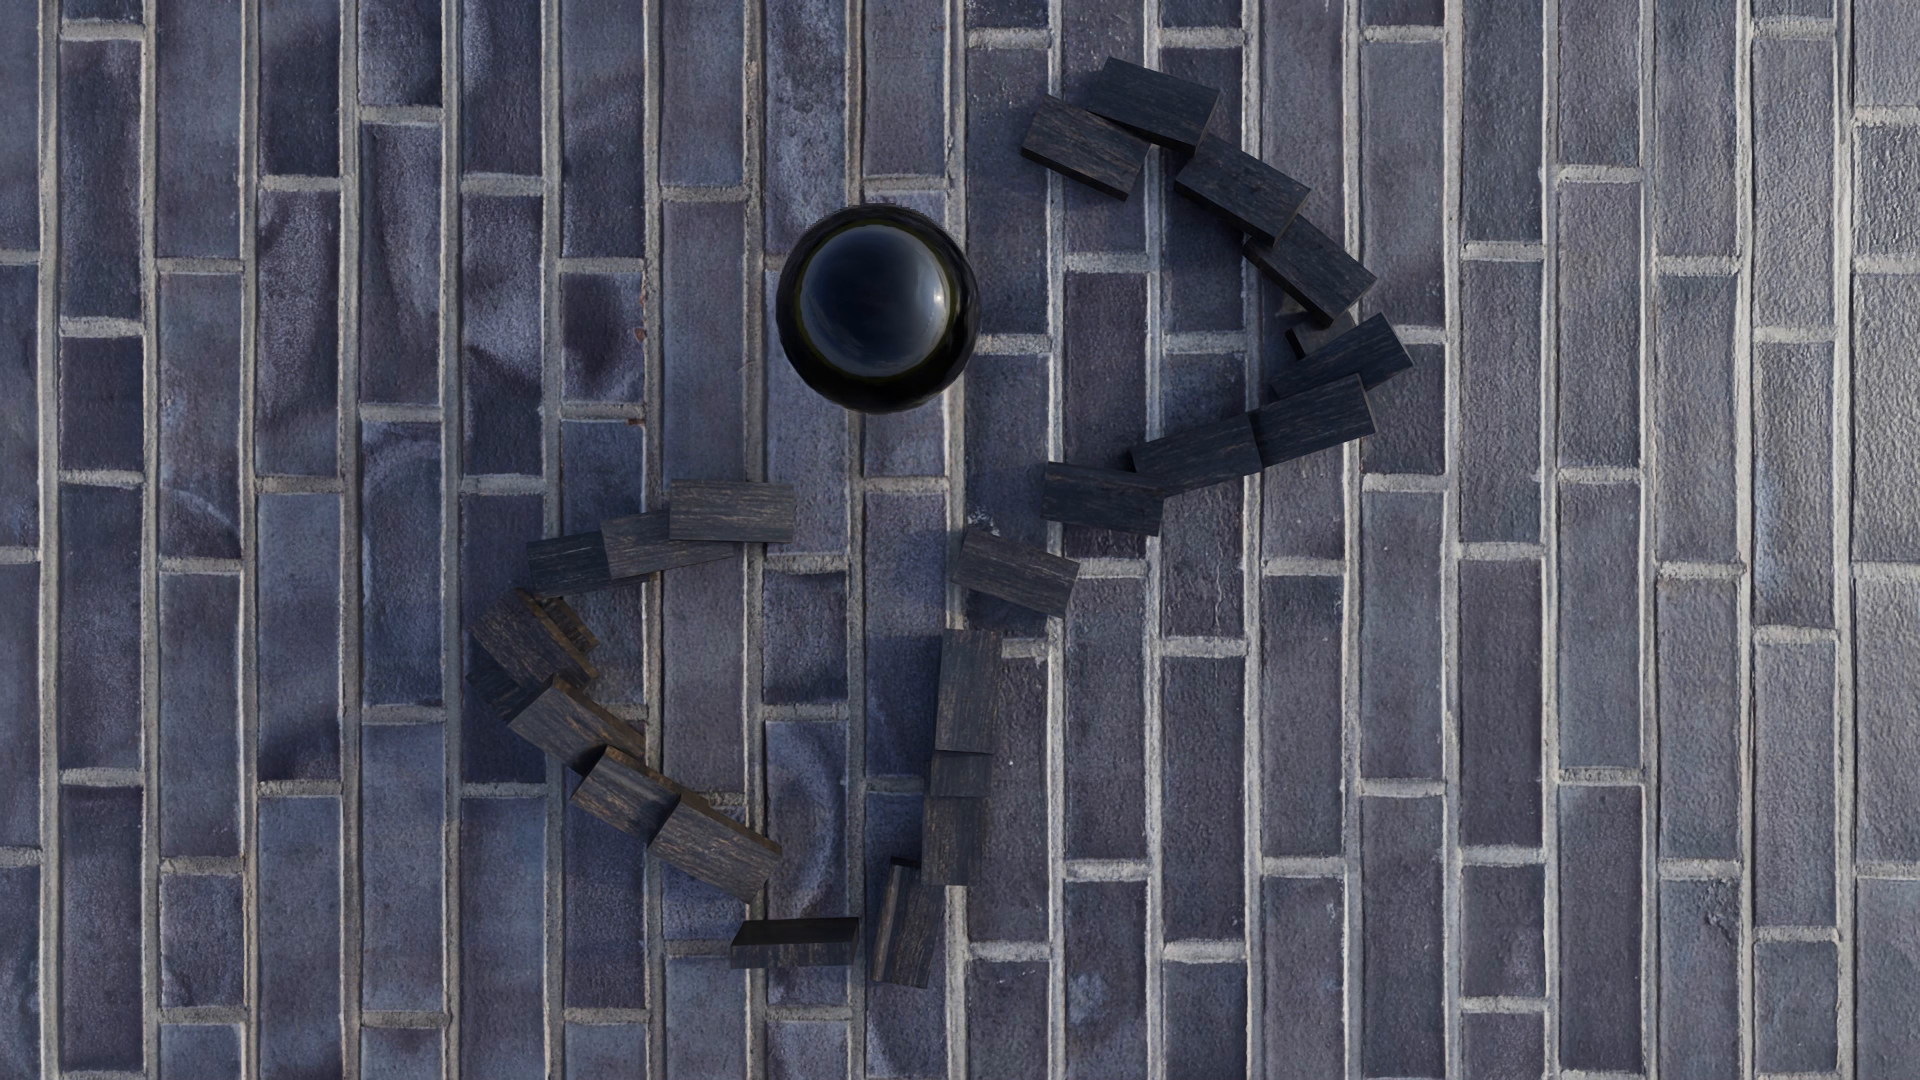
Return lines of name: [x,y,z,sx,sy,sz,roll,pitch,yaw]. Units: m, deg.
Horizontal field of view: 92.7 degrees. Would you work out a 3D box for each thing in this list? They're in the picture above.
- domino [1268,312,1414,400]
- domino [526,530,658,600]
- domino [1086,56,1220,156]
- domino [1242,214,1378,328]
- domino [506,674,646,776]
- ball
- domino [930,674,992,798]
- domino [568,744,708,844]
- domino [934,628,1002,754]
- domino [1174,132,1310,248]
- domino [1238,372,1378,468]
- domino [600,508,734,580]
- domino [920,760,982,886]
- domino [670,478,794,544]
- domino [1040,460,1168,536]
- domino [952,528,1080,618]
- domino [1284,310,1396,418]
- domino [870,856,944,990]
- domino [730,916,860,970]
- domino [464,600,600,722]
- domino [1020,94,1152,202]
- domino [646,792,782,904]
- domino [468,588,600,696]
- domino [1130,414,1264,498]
domino: [0.158,-0.070,0.381,0.050,0.009,0.025,-32,87,32]
domino: [-0.159,0.009,0.395,0.050,0.009,0.025,-10,90,0]
domino: [0.082,-0.185,0.391,0.050,0.009,0.025,24,90,11]
domino: [0.148,-0.117,0.390,0.025,0.009,0.050,-44,77,0]
domino: [-0.160,0.080,0.383,0.025,0.009,0.050,-42,121,0]
ball: [-0.032,-0.090,0.360,0.080,0.080,0.080,0,90,0]
domino: [0.001,0.083,0.389,0.025,0.009,0.050,2,75,0]
domino: [-0.135,0.111,0.388,0.050,0.010,0.025,36,90,-18]
domino: [0.004,0.063,0.384,0.025,0.010,0.050,4,75,1]
domino: [0.119,-0.149,0.390,0.050,0.009,0.025,36,90,13]
domino: [0.144,-0.049,0.383,0.050,0.010,0.025,-19,90,32]
domino: [-0.124,0.000,0.389,0.050,0.010,0.025,-11,90,-16]
domino: [-0.003,0.120,0.390,0.025,0.010,0.050,1,78,0]
domino: [-0.096,-0.012,0.387,0.050,0.010,0.025,2,86,-18]
domino: [0.061,-0.018,0.390,0.050,0.009,0.025,9,95,11]
domino: [0.024,0.014,0.395,0.050,0.009,0.025,18,90,0]
domino: [0.164,-0.074,0.395,0.025,0.010,0.050,-27,90,0]
domino: [-0.022,0.165,0.395,0.025,0.009,0.050,10,90,0]
domino: [-0.069,0.170,0.388,0.050,0.025,0.009,-2,90,0]
domino: [-0.184,0.052,0.395,0.050,0.010,0.025,-41,90,0]
domino: [0.054,-0.169,0.395,0.050,0.010,0.025,24,90,0]
domino: [-0.104,0.131,0.389,0.050,0.009,0.025,35,90,-16]
domino: [-0.179,0.047,0.386,0.025,0.009,0.050,-41,90,0]
domino: [0.100,-0.034,0.390,0.050,0.010,0.025,-16,90,12]
